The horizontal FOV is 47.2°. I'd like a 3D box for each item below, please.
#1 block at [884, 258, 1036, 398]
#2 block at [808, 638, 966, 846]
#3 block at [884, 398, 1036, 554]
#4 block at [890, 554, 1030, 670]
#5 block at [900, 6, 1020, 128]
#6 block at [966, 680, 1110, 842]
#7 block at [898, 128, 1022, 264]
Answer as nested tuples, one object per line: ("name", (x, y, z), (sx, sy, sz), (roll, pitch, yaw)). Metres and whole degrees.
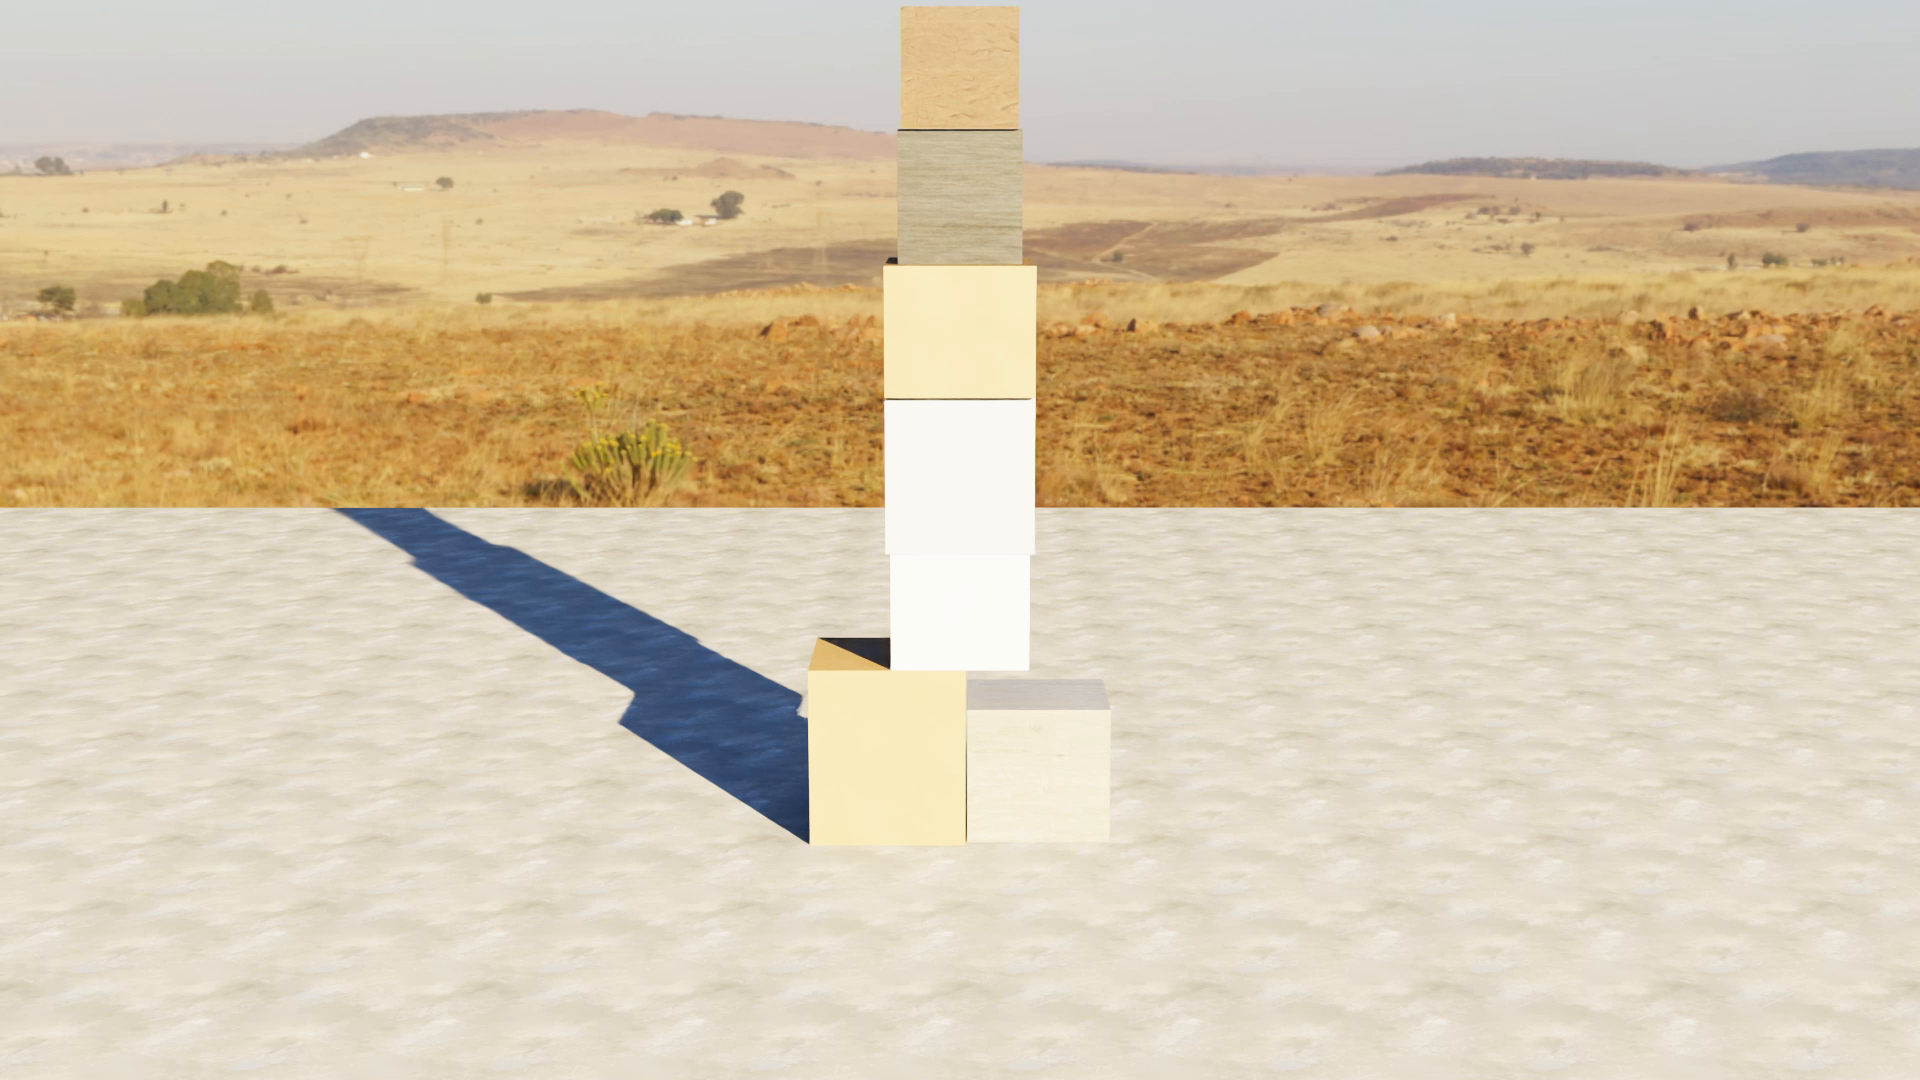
("block", (0.000, -1.070, 10.969), (0.731, 0.634, 0.792), (0, 10, 0))
("block", (-0.365, 1.028, 11.383), (0.783, 0.904, 0.748), (0, 10, 0))
("block", (0.000, -0.379, 11.119), (0.733, 0.779, 0.735), (0, 10, 0))
("block", (0.000, 0.300, 11.215), (0.687, 0.591, 0.649), (0, 10, 0))
("block", (0.000, -2.305, 10.780), (0.563, 0.572, 0.631), (0, 10, 0))
("block", (0.397, 1.134, 11.400), (0.720, 0.689, 0.642), (0, 10, 0))
("block", (0.000, -1.702, 10.870), (0.604, 0.645, 0.536), (0, 10, 0))
